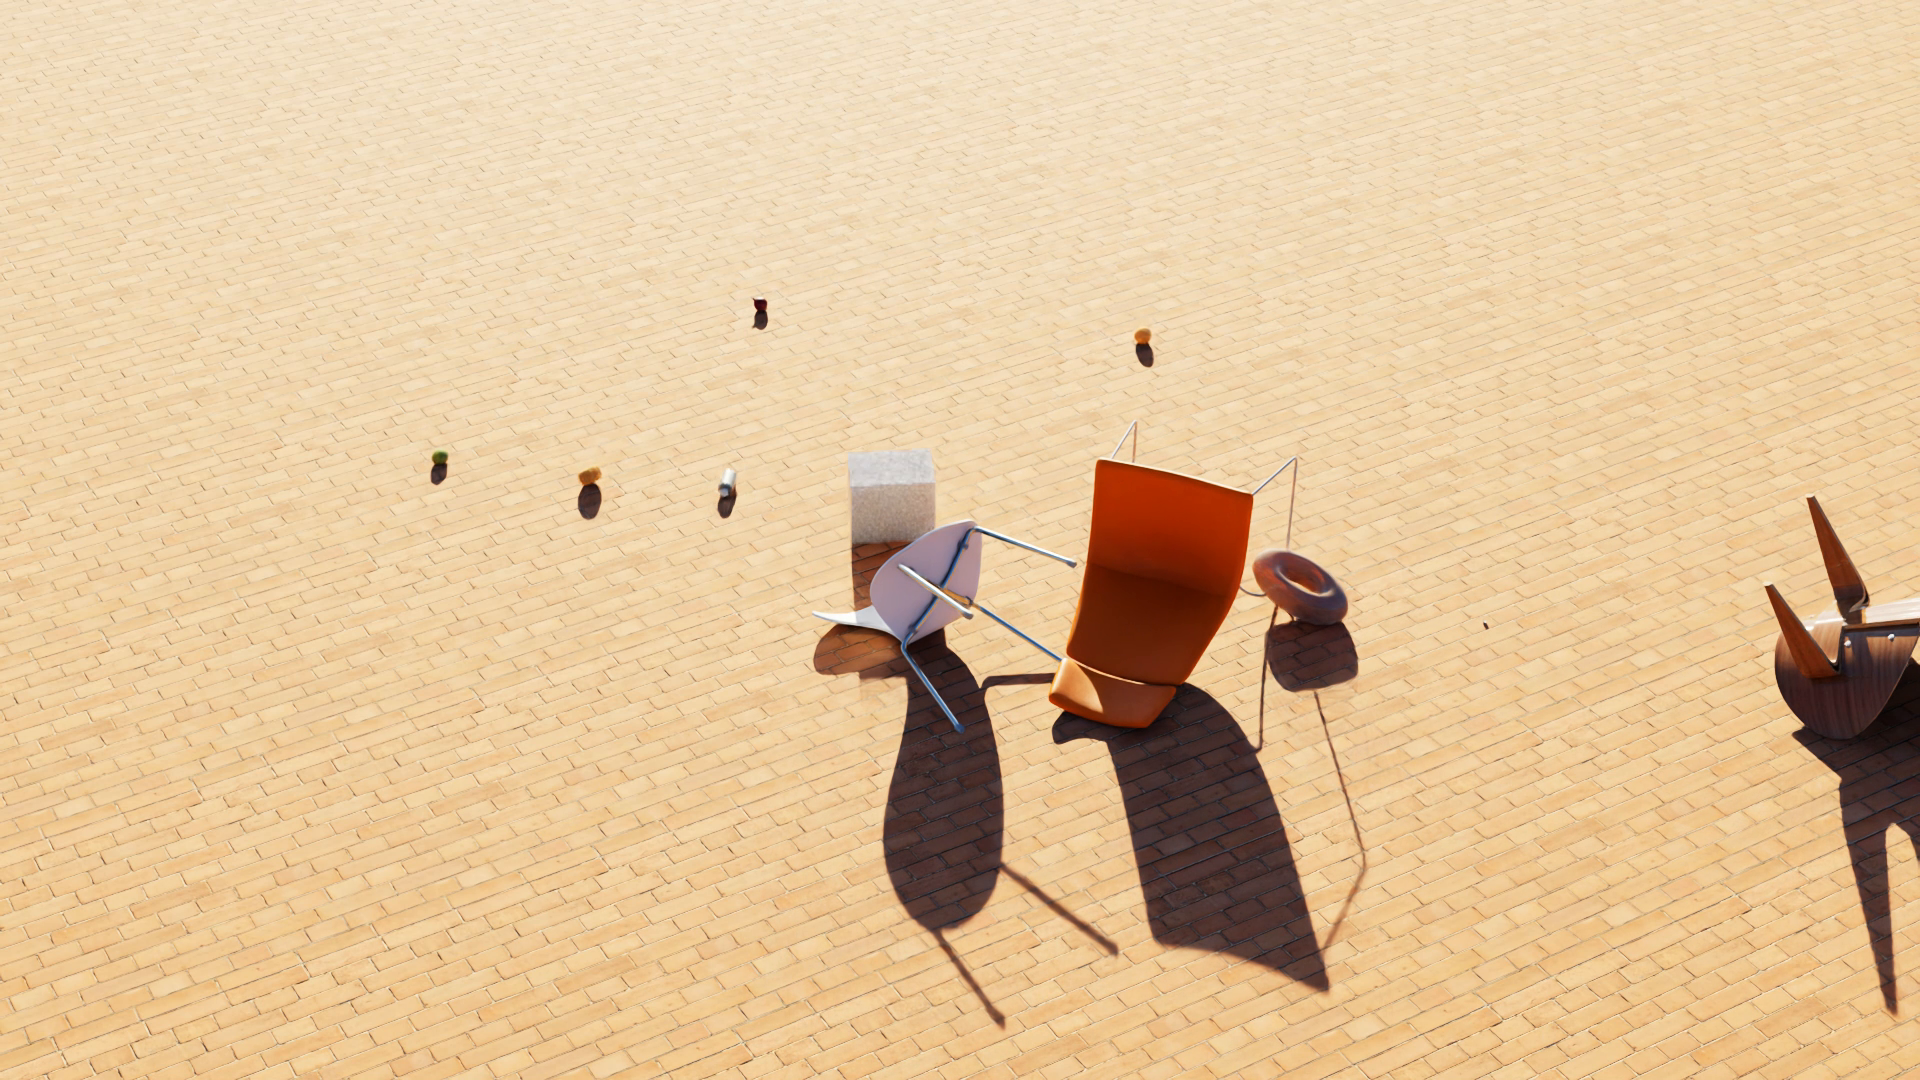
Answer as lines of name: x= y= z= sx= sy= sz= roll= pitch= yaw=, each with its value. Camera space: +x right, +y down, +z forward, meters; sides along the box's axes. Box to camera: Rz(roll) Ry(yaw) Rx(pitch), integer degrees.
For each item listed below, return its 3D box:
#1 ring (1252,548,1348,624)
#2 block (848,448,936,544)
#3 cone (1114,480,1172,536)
ring: x=1.221 y=0.167 z=10.521 sx=0.394 sy=0.125 sz=0.218 roll=34 pitch=52 yaw=19
block: x=-0.257 y=-0.162 z=10.920 sx=0.311 sy=0.275 sz=0.202 roll=-3 pitch=40 yaw=-5
cone: x=0.710 y=-0.092 z=10.998 sx=0.231 sy=0.220 sz=0.181 roll=-8 pitch=65 yaw=-14
